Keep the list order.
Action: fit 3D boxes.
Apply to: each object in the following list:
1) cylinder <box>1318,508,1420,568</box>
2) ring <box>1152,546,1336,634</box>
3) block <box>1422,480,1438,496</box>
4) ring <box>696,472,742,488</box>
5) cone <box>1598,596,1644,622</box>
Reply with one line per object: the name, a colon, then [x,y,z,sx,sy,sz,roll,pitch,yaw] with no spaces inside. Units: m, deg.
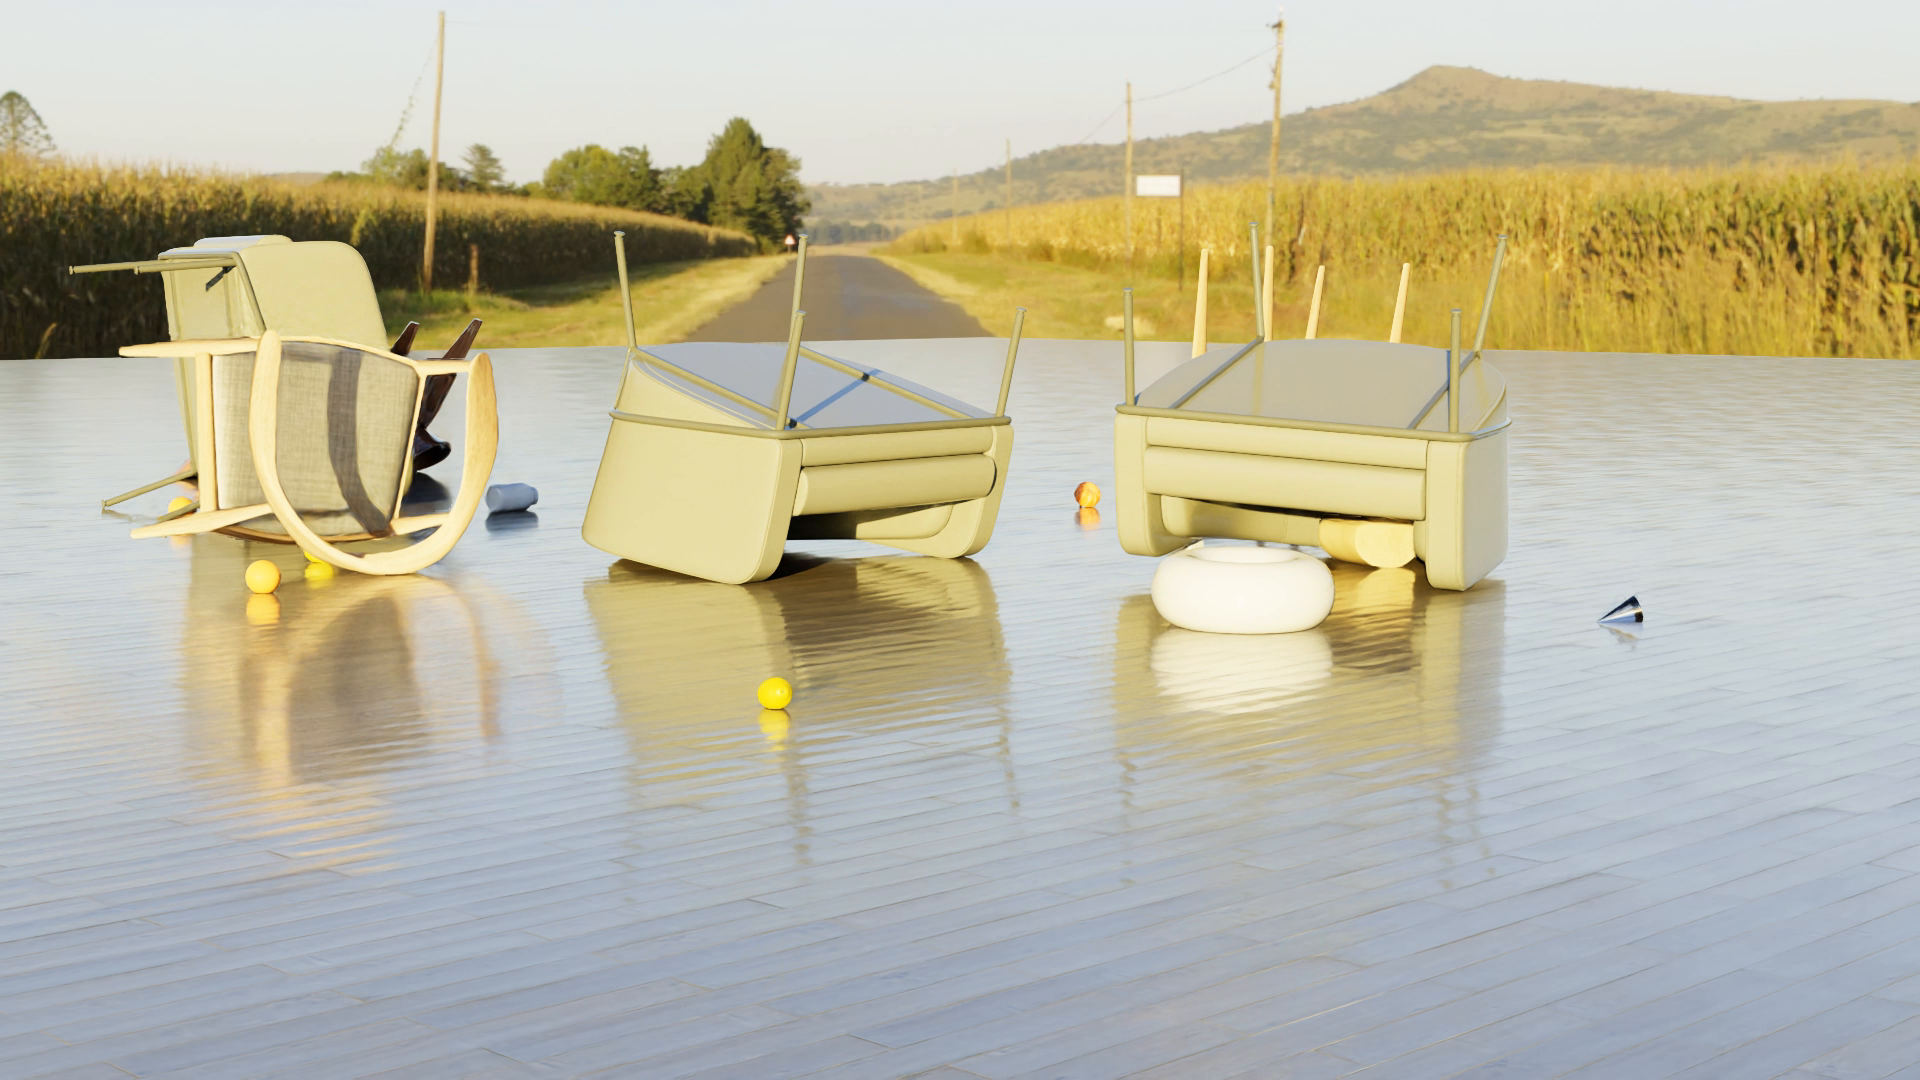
cylinder: [0.933,-0.007,5.852,0.180,0.128,0.148,5,2,-24]
ring: [0.535,0.094,4.853,0.348,0.135,0.345,6,9,35]
block: [1.412,-0.157,7.715,0.037,0.044,0.035,3,7,30]
ring: [-0.752,-0.189,8.030,0.145,0.046,0.083,1,4,3]
cone: [1.251,0.144,4.889,0.085,0.054,0.053,-18,10,-3]
